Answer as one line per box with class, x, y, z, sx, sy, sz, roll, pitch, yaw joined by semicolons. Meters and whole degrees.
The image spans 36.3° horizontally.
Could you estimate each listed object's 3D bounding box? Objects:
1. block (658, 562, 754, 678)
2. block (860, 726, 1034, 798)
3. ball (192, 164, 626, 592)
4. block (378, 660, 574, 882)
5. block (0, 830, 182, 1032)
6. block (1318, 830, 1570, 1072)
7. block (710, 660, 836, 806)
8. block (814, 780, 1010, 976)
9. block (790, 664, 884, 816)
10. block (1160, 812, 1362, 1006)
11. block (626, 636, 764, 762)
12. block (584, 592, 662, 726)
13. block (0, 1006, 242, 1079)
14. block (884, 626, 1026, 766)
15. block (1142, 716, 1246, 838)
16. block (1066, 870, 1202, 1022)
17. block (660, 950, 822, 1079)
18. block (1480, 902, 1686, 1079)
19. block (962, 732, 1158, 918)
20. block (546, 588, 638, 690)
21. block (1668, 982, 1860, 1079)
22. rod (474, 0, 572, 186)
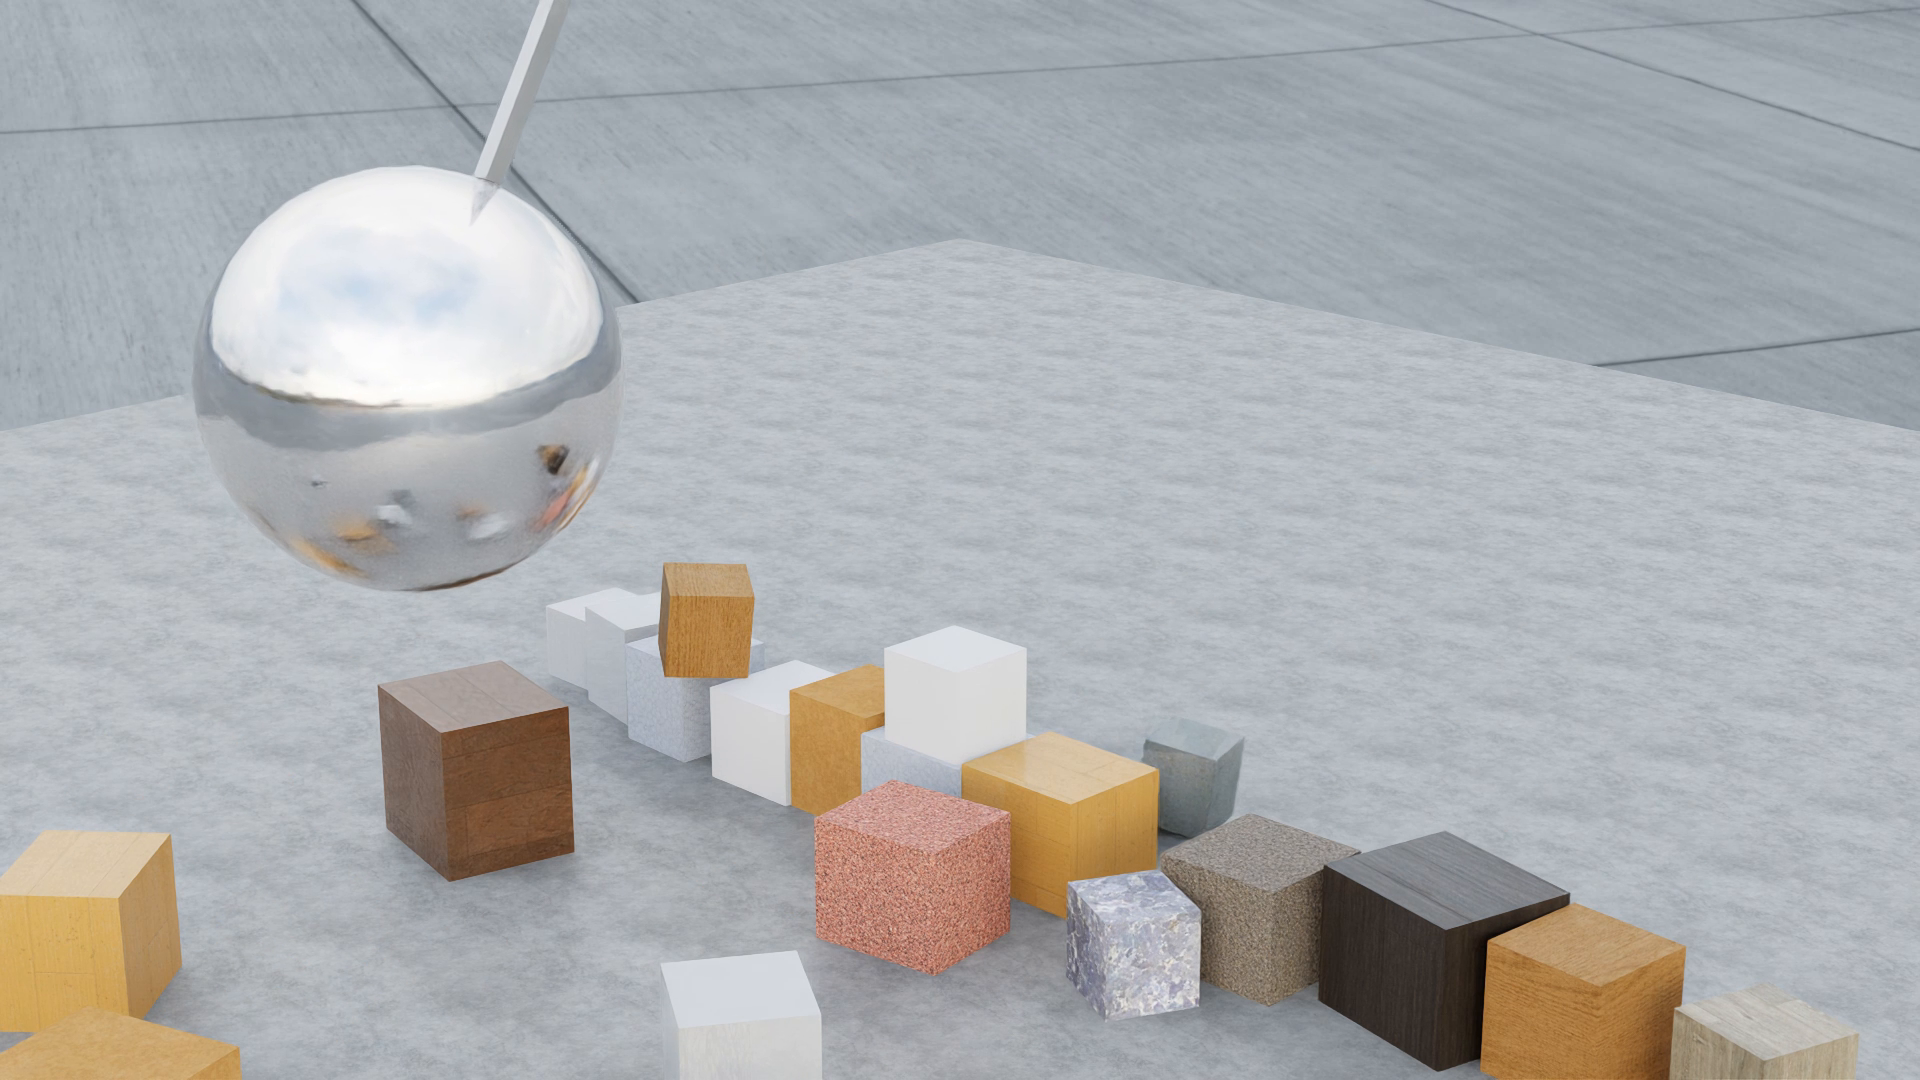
block;-1.269;0.400;14.625;0.416;0.447;0.386;1;24;-12
block;-0.042;1.167;13.745;0.636;0.532;0.555;17;24;42
ball;-2.056;-0.602;10.998;1.600;1.600;1.600;0;17;0
block;-2.267;1.069;13.731;0.630;0.728;0.745;-11;20;-31
block;-3.624;1.621;12.170;0.545;0.609;0.658;1;17;4
block;1.973;1.669;12.006;0.658;0.617;0.752;-11;20;-31
block;-0.838;0.949;14.537;0.569;0.472;0.549;-17;24;-42
block;-0.204;1.459;12.762;0.645;0.563;0.556;12;21;34
block;-0.443;1.006;14.151;0.529;0.596;0.535;-17;24;-42
block;1.277;1.566;12.503;0.598;0.515;0.607;16;23;41
block;-1.353;0.772;15.036;0.534;0.512;0.466;-16;23;-40
block;-1.637;0.616;15.508;0.521;0.525;0.457;-11;21;-31
block;-3.072;2.141;10.567;0.726;0.579;0.637;9;20;26
block;-0.021;0.712;13.556;0.466;0.448;0.460;16;24;42
block;1.091;1.133;13.962;0.367;0.418;0.364;16;21;23
block;0.722;1.689;12.248;0.417;0.434;0.450;-6;18;-18
block;-0.838;1.959;11.205;0.534;0.542;0.560;-4;18;-12
block;2.448;1.844;11.533;0.543;0.565;0.541;-15;23;-39
block;0.452;1.288;13.323;0.583;0.554;0.673;-17;24;-42
block;-1.905;0.549;15.946;0.474;0.391;0.492;-16;23;-41
block;3.025;2.032;11.070;0.470;0.484;0.482;-9;20;-27
rod;-0.891;-3.788;11.217;0.080;5.200;0.080;17;-5;42
